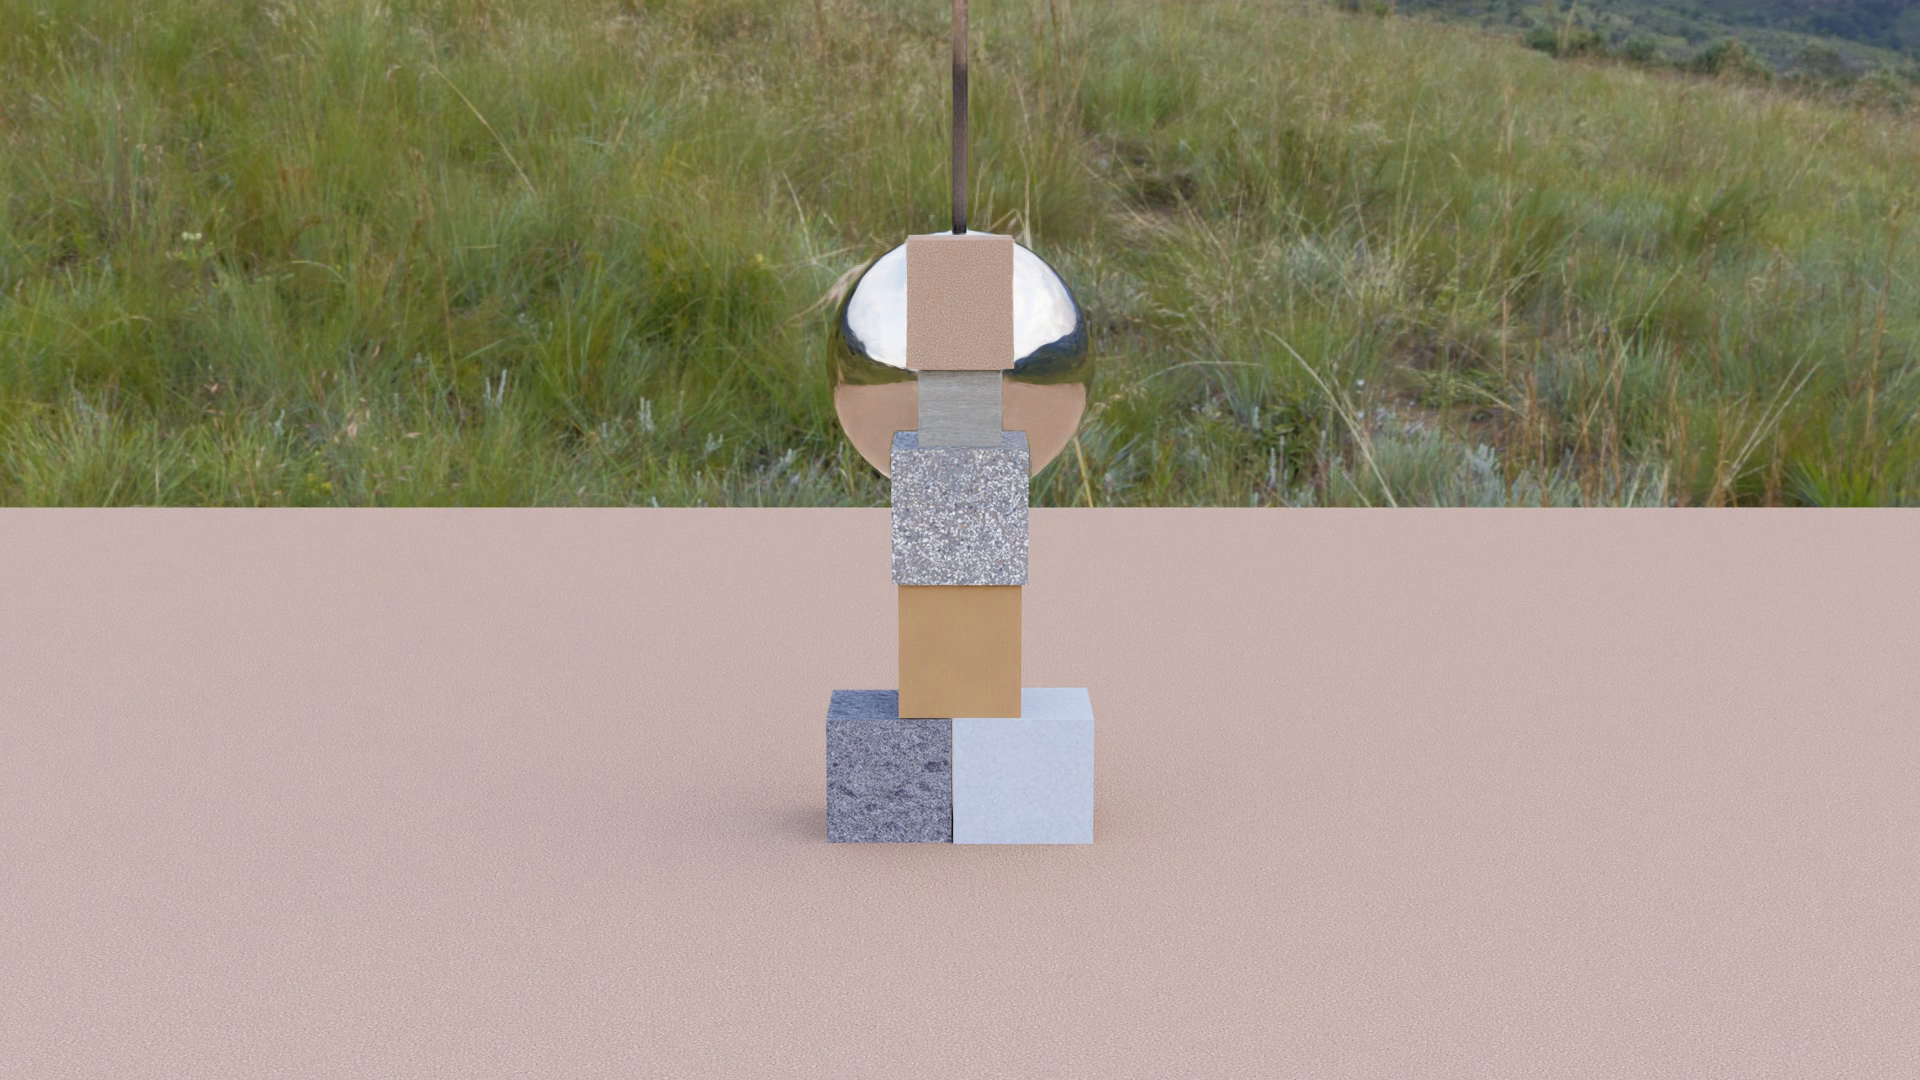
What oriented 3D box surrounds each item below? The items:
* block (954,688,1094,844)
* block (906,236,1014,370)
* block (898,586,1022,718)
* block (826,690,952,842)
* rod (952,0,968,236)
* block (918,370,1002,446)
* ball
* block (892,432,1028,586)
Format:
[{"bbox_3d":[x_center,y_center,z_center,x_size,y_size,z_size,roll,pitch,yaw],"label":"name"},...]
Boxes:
[{"bbox_3d":[0.319,1.159,11.385,0.705,0.646,0.656,0,10,0],"label":"block"},{"bbox_3d":[0.000,-1.193,10.977,0.522,0.627,0.590,0,10,0],"label":"block"},{"bbox_3d":[0.000,0.502,11.270,0.614,0.688,0.598,0,10,0],"label":"block"},{"bbox_3d":[-0.357,1.162,11.383,0.628,0.640,0.622,0,10,0],"label":"block"},{"bbox_3d":[0.000,-3.973,11.372,0.080,5.200,0.080,0,31,0],"label":"rod"},{"bbox_3d":[0.000,-0.689,11.037,0.410,0.388,0.396,0,10,0],"label":"block"},{"bbox_3d":[0.000,-1.044,13.099,1.600,1.600,1.600,0,10,0],"label":"ball"},{"bbox_3d":[0.000,-0.171,11.160,0.674,0.676,0.689,0,10,0],"label":"block"}]
